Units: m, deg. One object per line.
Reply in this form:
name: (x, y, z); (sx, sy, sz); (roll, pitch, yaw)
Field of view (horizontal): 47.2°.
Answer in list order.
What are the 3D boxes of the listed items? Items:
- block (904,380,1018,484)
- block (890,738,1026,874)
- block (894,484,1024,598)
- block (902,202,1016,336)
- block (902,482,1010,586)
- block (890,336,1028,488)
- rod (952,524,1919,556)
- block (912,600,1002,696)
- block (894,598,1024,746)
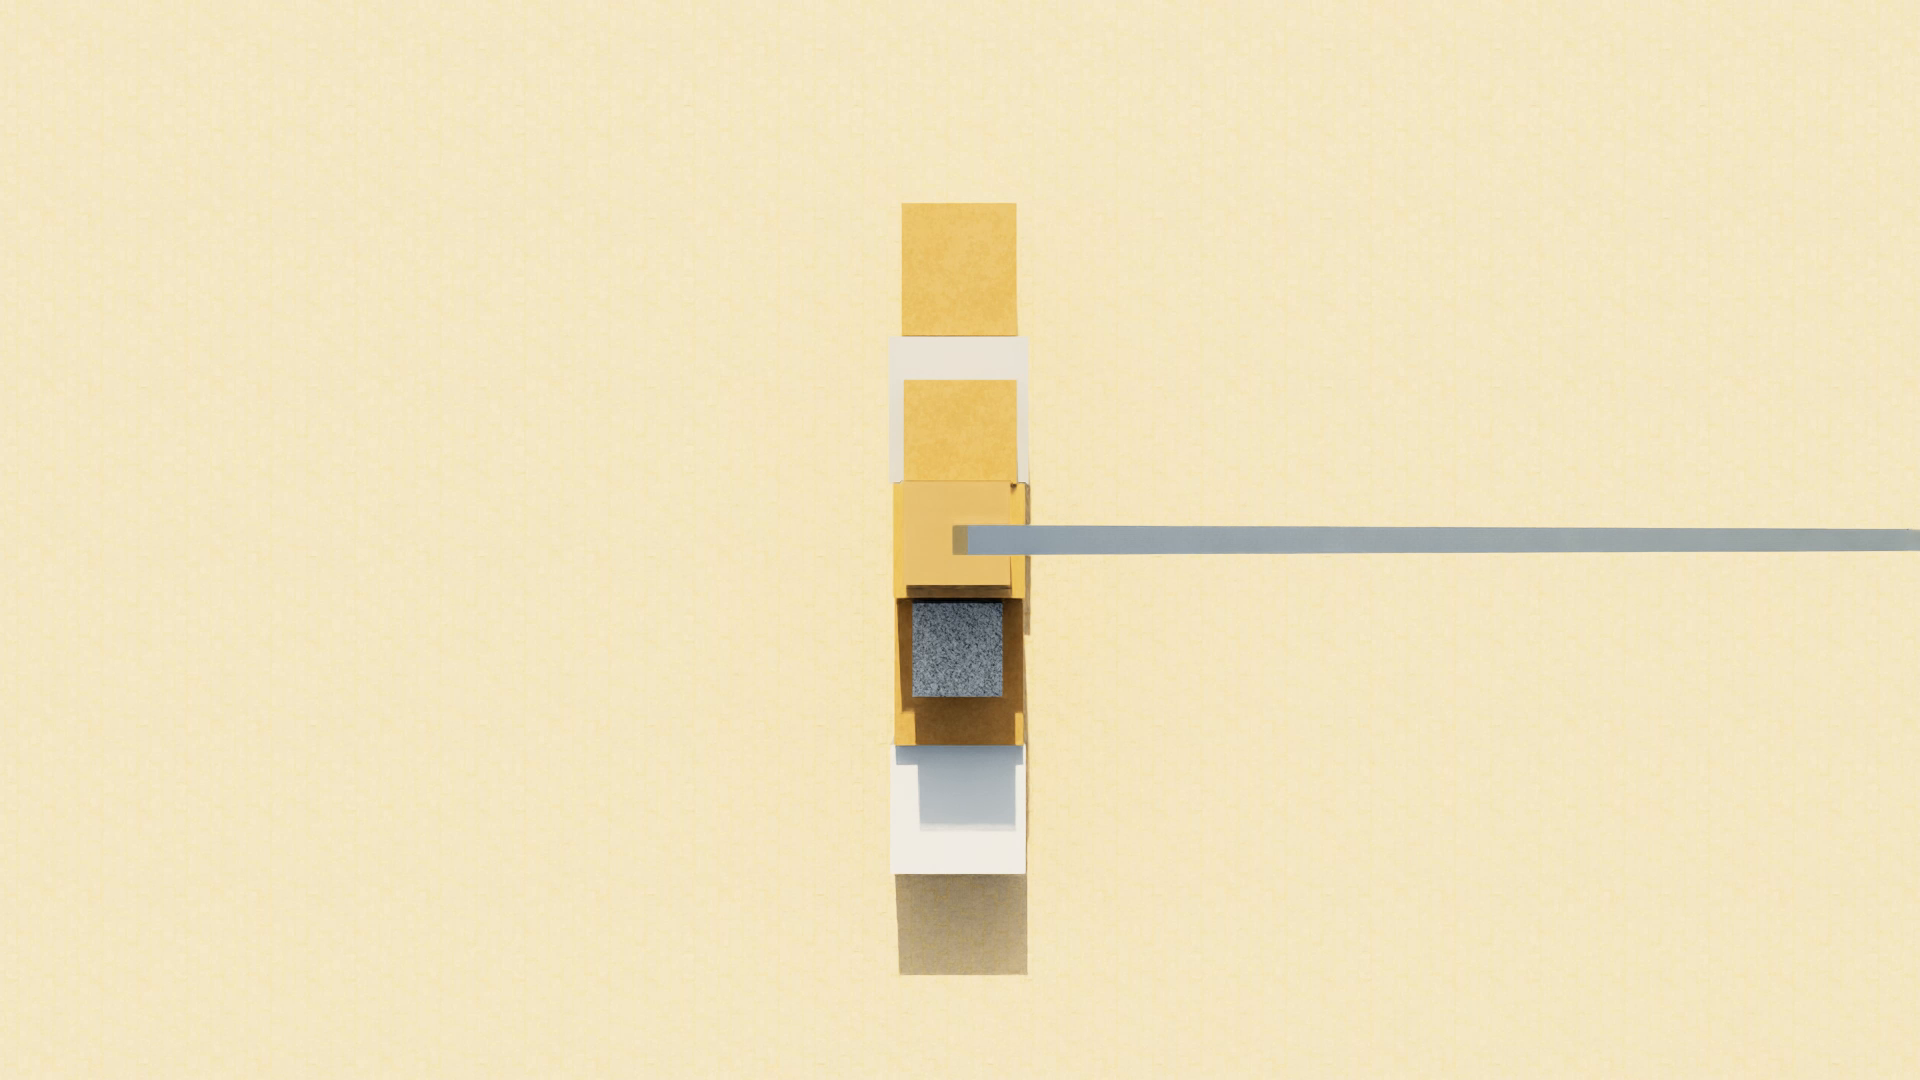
block: (0.002, -0.571, 11.887); (0.598, 0.592, 0.548); (0, 90, 0)
block: (-0.011, 1.513, 12.673); (0.758, 0.655, 0.722); (0, 90, 0)
block: (-0.005, 0.015, 11.940); (0.697, 0.599, 0.603); (0, 88, 0)
block: (-0.005, -1.505, 12.613); (0.640, 0.773, 0.737); (0, 90, 0)
block: (-0.017, -0.023, 11.355); (0.540, 0.573, 0.516); (0, 88, 0)
block: (-0.006, -0.718, 12.592); (0.773, 0.817, 0.818); (0, 90, 0)
rod: (2.234, 0.000, 7.164); (5.200, 0.080, 0.080); (0, 90, -31)
block: (-0.013, 0.586, 11.970); (0.479, 0.517, 0.499); (0, 90, 0)
block: (-0.007, 0.733, 12.614); (0.716, 0.771, 0.817); (0, 90, 0)
